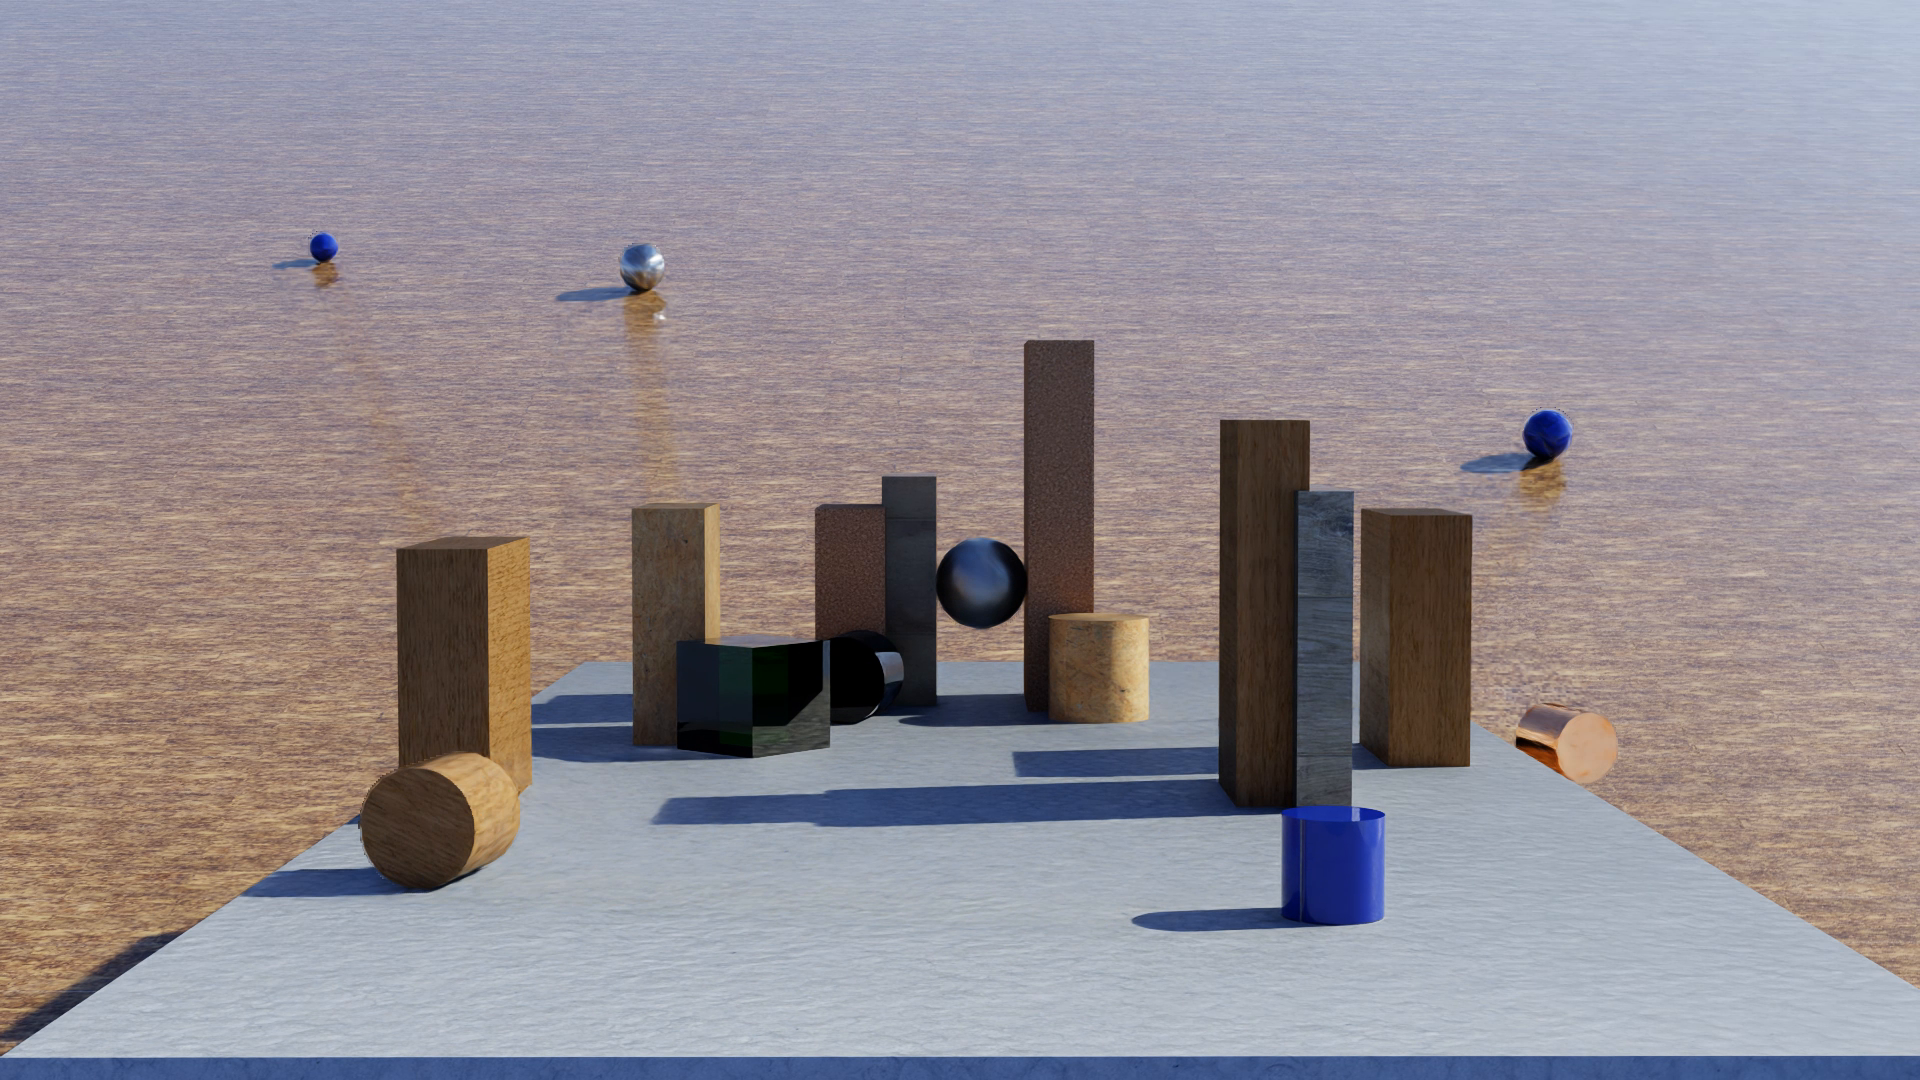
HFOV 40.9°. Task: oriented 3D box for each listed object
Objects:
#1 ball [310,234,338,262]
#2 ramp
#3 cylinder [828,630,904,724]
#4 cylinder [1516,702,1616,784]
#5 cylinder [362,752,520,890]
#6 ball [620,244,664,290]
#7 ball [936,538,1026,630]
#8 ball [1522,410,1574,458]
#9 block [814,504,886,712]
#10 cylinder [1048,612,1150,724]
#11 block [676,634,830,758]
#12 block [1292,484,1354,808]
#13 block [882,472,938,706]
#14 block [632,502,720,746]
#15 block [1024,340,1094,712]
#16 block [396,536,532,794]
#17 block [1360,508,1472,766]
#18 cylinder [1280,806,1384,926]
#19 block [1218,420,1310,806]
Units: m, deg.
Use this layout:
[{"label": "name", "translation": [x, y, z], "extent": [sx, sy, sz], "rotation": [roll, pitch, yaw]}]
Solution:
[{"label": "ball", "translation": [-2.556, -1.176, 10.330], "extent": [0.113, 0.113, 0.113], "rotation": [0, 22, 0]}, {"label": "ramp", "translation": [0.051, 0.459, 4.533], "extent": [2.000, 0.100, 4.000], "rotation": [0, 3, 0]}, {"label": "cylinder", "translation": [-0.222, 0.281, 5.314], "extent": [0.178, 0.178, 0.178], "rotation": [5, 4, 11]}, {"label": "cylinder", "translation": [1.343, 0.450, 5.702], "extent": [0.157, 0.157, 0.157], "rotation": [-9, 8, -21]}, {"label": "cylinder", "translation": [-0.704, 0.380, 3.496], "extent": [0.162, 0.162, 0.162], "rotation": [5, 4, 12]}, {"label": "ball", "translation": [-1.229, -1.054, 9.941], "extent": [0.176, 0.176, 0.176], "rotation": [0, 22, 0]}, {"label": "ball", "translation": [0.046, 0.093, 5.530], "extent": [0.197, 0.197, 0.197], "rotation": [0, 22, 0]}, {"label": "ball", "translation": [1.870, -0.337, 8.182], "extent": [0.157, 0.157, 0.157], "rotation": [0, 22, 0]}, {"label": "block", "translation": [-0.232, 0.143, 5.551], "extent": [0.146, 0.430, 0.278], "rotation": [0, 3, 0]}, {"label": "cylinder", "translation": [0.288, 0.264, 5.334], "extent": [0.209, 0.209, 0.209], "rotation": [0, 3, 0]}, {"label": "block", "translation": [-0.389, 0.291, 4.847], "extent": [0.204, 0.204, 0.204], "rotation": [2, 4, 41]}, {"label": "block", "translation": [0.577, 0.168, 4.257], "extent": [0.087, 0.509, 0.387], "rotation": [0, 3, 0]}, {"label": "block", "translation": [-0.110, 0.102, 5.718], "extent": [0.117, 0.495, 0.340], "rotation": [0, 3, 0]}, {"label": "block", "translation": [-0.554, 0.158, 5.041], "extent": [0.138, 0.451, 0.310], "rotation": [0, 3, 0]}, {"label": "block", "translation": [0.213, -0.037, 5.598], "extent": [0.139, 0.784, 0.350], "rotation": [0, 3, 0]}, {"label": "block", "translation": [-0.802, 0.215, 4.185], "extent": [0.141, 0.422, 0.392], "rotation": [0, 3, 0]}, {"label": "block", "translation": [0.838, 0.172, 4.748], "extent": [0.146, 0.450, 0.331], "rotation": [0, 3, 0]}, {"label": "cylinder", "translation": [0.469, 0.408, 3.237], "extent": [0.129, 0.129, 0.129], "rotation": [0, 3, 0]}, {"label": "block", "translation": [0.500, 0.112, 4.252], "extent": [0.115, 0.620, 0.274], "rotation": [0, 3, 0]}]
